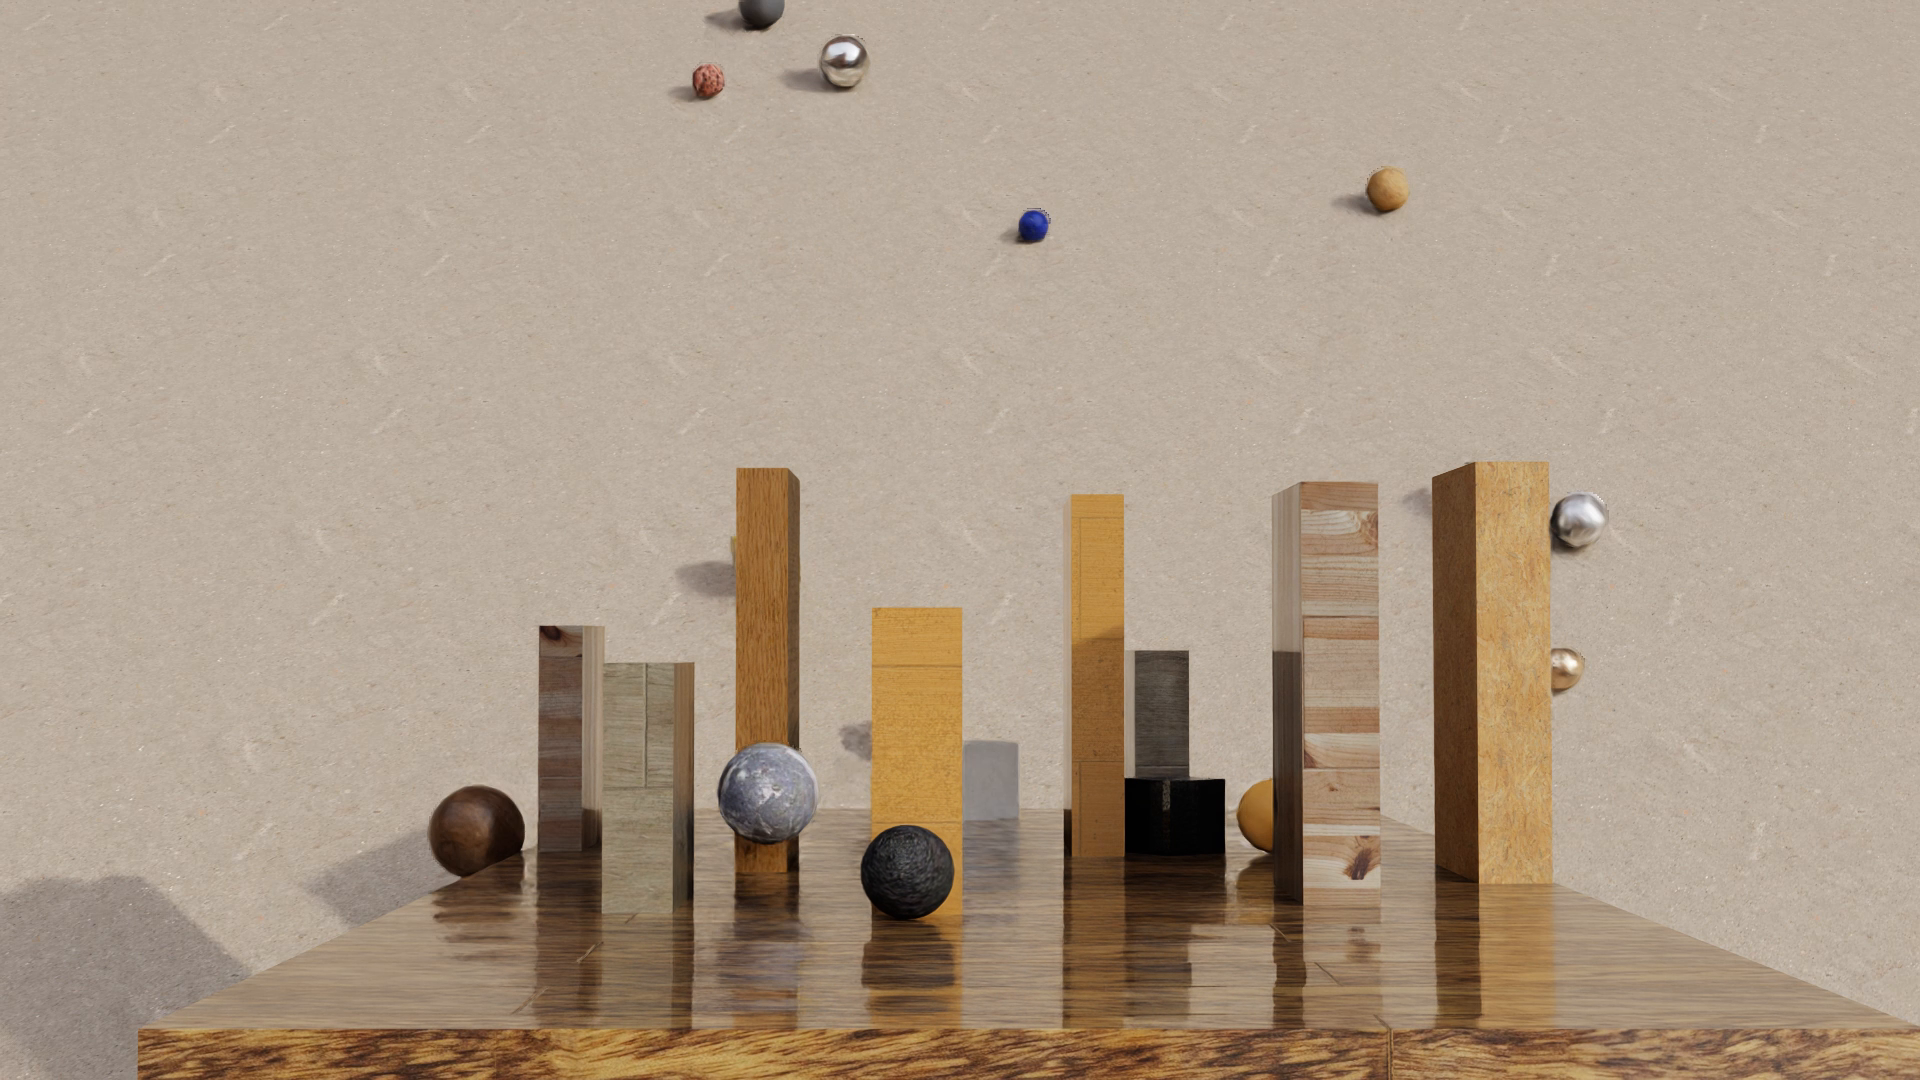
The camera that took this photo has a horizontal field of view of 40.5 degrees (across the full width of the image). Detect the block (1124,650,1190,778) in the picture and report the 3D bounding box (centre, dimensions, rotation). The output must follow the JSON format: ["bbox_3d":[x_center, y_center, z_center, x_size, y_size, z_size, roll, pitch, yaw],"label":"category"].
[{"bbox_3d":[0.431,0.453,5.718,0.116,0.421,0.344,0,-2,0],"label":"block"}]

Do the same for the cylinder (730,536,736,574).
[{"bbox_3d":[-0.584,0.059,7.778,0.169,0.169,0.169,-10,38,-13],"label":"cylinder"}]

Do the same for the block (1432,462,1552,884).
[{"bbox_3d":[1.007,0.249,4.943,0.134,0.766,0.438,0,-2,0],"label":"block"}]

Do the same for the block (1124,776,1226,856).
[{"bbox_3d":[0.446,0.575,5.433,0.153,0.153,0.153,2,-3,-37],"label":"block"}]

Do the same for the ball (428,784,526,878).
[{"bbox_3d":[-1.014,0.615,5.463,0.199,0.199,0.199,0,37,0],"label":"ball"}]

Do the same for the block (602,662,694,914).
[{"bbox_3d":[-0.519,0.406,4.354,0.114,0.401,0.329,0,-2,0],"label":"block"}]

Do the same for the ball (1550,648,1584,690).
[{"bbox_3d":[1.711,0.367,7.401,0.122,0.122,0.122,0,37,0],"label":"ball"}]

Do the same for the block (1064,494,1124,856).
[{"bbox_3d":[0.283,0.286,5.550,0.109,0.742,0.418,0,-2,0],"label":"block"}]

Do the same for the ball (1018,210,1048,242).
[{"bbox_3d":[0.266,-1.140,9.443,0.111,0.111,0.111,0,37,0],"label":"ball"}]

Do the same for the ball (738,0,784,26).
[{"bbox_3d":[-0.828,-2.241,10.859,0.194,0.194,0.194,0,37,0],"label":"ball"}]

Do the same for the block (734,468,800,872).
[{"bbox_3d":[-0.379,0.255,5.158,0.099,0.771,0.368,0,-2,0],"label":"block"}]

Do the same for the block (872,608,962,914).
[{"bbox_3d":[-0.069,0.359,4.307,0.146,0.491,0.264,0,-2,0],"label":"block"}]

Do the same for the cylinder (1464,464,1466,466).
[{"bbox_3d":[1.646,-0.156,8.076,0.158,0.158,0.158,2,37,3],"label":"cylinder"}]

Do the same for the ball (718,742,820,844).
[{"bbox_3d":[-0.359,0.474,4.870,0.191,0.191,0.191,0,37,0],"label":"ball"}]

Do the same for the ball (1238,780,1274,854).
[{"bbox_3d":[0.654,0.574,5.410,0.154,0.154,0.154,0,37,0],"label":"ball"}]

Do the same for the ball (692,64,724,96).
[{"bbox_3d":[-1.002,-1.831,10.360,0.130,0.130,0.130,0,37,0],"label":"ball"}]

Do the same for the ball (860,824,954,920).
[{"bbox_3d":[-0.082,0.522,4.094,0.148,0.148,0.148,0,37,0],"label":"ball"}]

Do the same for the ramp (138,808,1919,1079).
[{"bbox_3d":[0.080,0.680,4.905,2.000,0.100,4.000,0,-2,0],"label":"ramp"}]

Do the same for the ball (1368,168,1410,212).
[{"bbox_3d":[1.584,-1.294,9.613,0.157,0.157,0.157,0,37,0],"label":"ball"}]

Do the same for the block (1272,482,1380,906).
[{"bbox_3d":[0.633,0.262,4.529,0.129,0.704,0.410,0,-2,0],"label":"block"}]

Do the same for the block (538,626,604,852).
[{"bbox_3d":[-0.842,0.424,5.646,0.092,0.474,0.343,0,-2,0],"label":"block"}]

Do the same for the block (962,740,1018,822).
[{"bbox_3d":[0.012,0.602,6.531,0.191,0.191,0.191,2,-3,-41],"label":"block"}]

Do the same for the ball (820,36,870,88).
[{"bbox_3d":[-0.462,-1.914,10.410,0.204,0.204,0.204,0,37,0],"label":"ball"}]

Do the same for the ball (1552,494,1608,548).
[{"bbox_3d":[1.890,-0.059,7.938,0.167,0.167,0.167,0,37,0],"label":"ball"}]
